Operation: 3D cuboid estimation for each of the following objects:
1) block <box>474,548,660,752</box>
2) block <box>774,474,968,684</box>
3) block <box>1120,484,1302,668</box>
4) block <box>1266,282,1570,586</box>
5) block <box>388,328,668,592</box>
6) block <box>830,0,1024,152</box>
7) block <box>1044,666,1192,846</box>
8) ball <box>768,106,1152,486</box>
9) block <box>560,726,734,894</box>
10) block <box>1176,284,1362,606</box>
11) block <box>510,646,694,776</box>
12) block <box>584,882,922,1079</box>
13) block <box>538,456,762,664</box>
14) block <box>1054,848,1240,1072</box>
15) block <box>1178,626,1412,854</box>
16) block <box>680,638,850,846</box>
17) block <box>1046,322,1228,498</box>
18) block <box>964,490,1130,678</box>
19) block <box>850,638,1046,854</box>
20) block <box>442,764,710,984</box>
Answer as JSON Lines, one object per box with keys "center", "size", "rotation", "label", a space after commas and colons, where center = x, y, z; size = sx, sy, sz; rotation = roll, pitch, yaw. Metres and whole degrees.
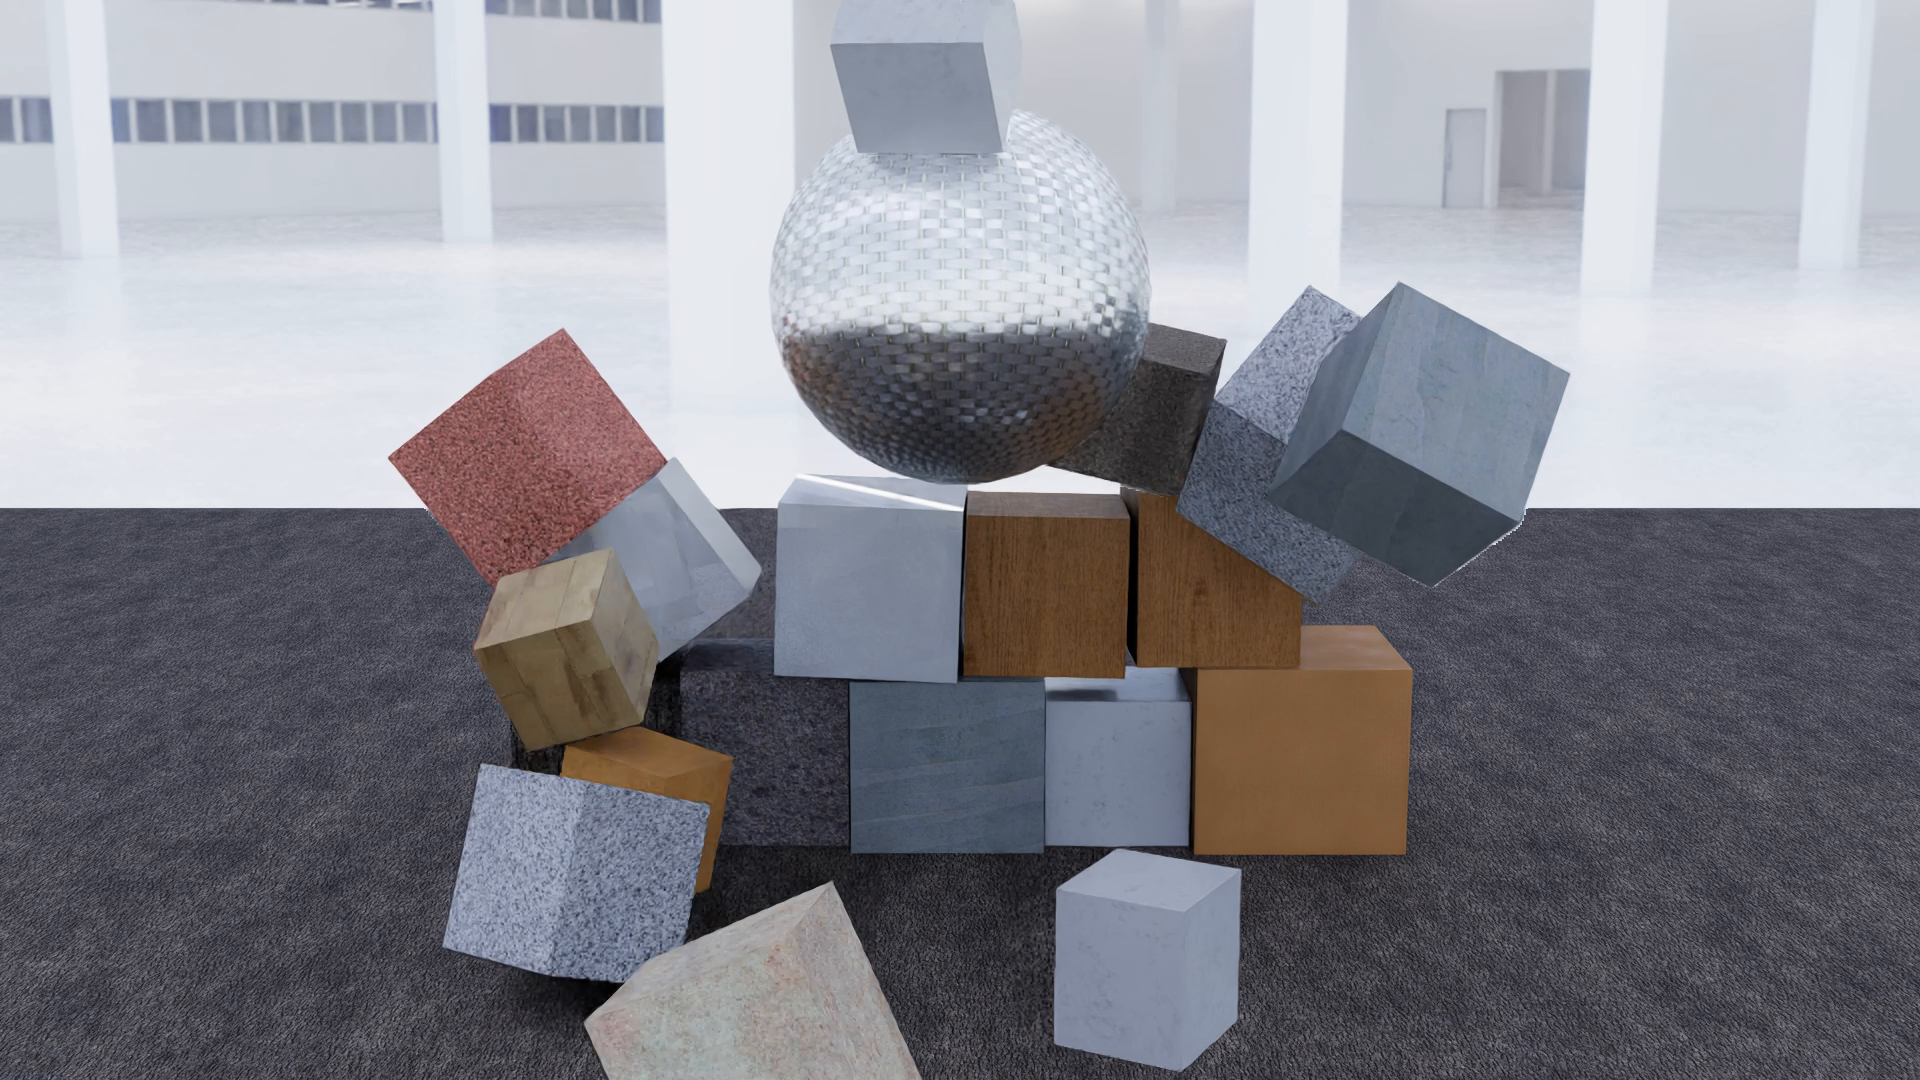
{"center": [-1.762, 0.493, 9.945], "size": [0.556, 0.586, 0.582], "rotation": [-15, 31, 11], "label": "block"}
{"center": [-0.434, 0.176, 11.179], "size": [0.900, 0.856, 0.971], "rotation": [2, 10, 1], "label": "block"}
{"center": [1.260, 0.115, 11.207], "size": [0.807, 0.874, 0.904], "rotation": [0, 10, -2], "label": "block"}
{"center": [1.914, -0.430, 9.237], "size": [0.814, 0.757, 0.782], "rotation": [27, -25, -4], "label": "block"}
{"center": [-2.159, -0.405, 11.055], "size": [0.780, 0.862, 0.784], "rotation": [-33, 9, 26], "label": "block"}
{"center": [-0.116, -1.897, 8.493], "size": [0.583, 0.559, 0.559], "rotation": [2, 55, 12], "label": "block"}
{"center": [0.791, 1.106, 11.396], "size": [0.727, 0.746, 0.762], "rotation": [0, 10, 0], "label": "block"}
{"center": [0.000, -1.029, 9.189], "size": [1.600, 1.600, 1.600], "rotation": [0, 10, 0], "label": "ball"}
{"center": [-1.472, 1.275, 10.087], "size": [0.538, 0.643, 0.579], "rotation": [15, 10, 23], "label": "block"}
{"center": [1.654, -0.433, 10.247], "size": [0.829, 0.955, 0.825], "rotation": [34, 62, 14], "label": "block"}
{"center": [-1.810, 1.066, 11.363], "size": [0.820, 0.837, 0.958], "rotation": [0, 10, 0], "label": "block"}
{"center": [-0.628, 1.636, 6.984], "size": [0.694, 0.745, 0.765], "rotation": [-24, 0, 7], "label": "block"}
{"center": [-1.561, 0.139, 11.194], "size": [0.749, 0.750, 0.704], "rotation": [-36, 8, 6], "label": "block"}
{"center": [0.745, 1.648, 8.707], "size": [0.542, 0.641, 0.568], "rotation": [6, 12, 28], "label": "block"}
{"center": [1.693, 1.012, 11.360], "size": [1.055, 0.945, 1.006], "rotation": [0, 10, 0], "label": "block"}
{"center": [-0.973, 1.032, 11.365], "size": [0.834, 0.904, 0.724], "rotation": [0, 10, 0], "label": "block"}
{"center": [0.831, -0.695, 10.871], "size": [0.778, 0.629, 0.746], "rotation": [14, 20, 9], "label": "block"}
{"center": [0.431, 0.216, 11.223], "size": [0.801, 0.807, 0.765], "rotation": [1, 10, 0], "label": "block"}
{"center": [-0.062, 1.045, 11.367], "size": [0.963, 0.877, 0.962], "rotation": [0, 10, 0], "label": "block"}
{"center": [-1.582, 1.388, 9.098], "size": [0.696, 0.764, 0.674], "rotation": [3, -11, 42], "label": "block"}
